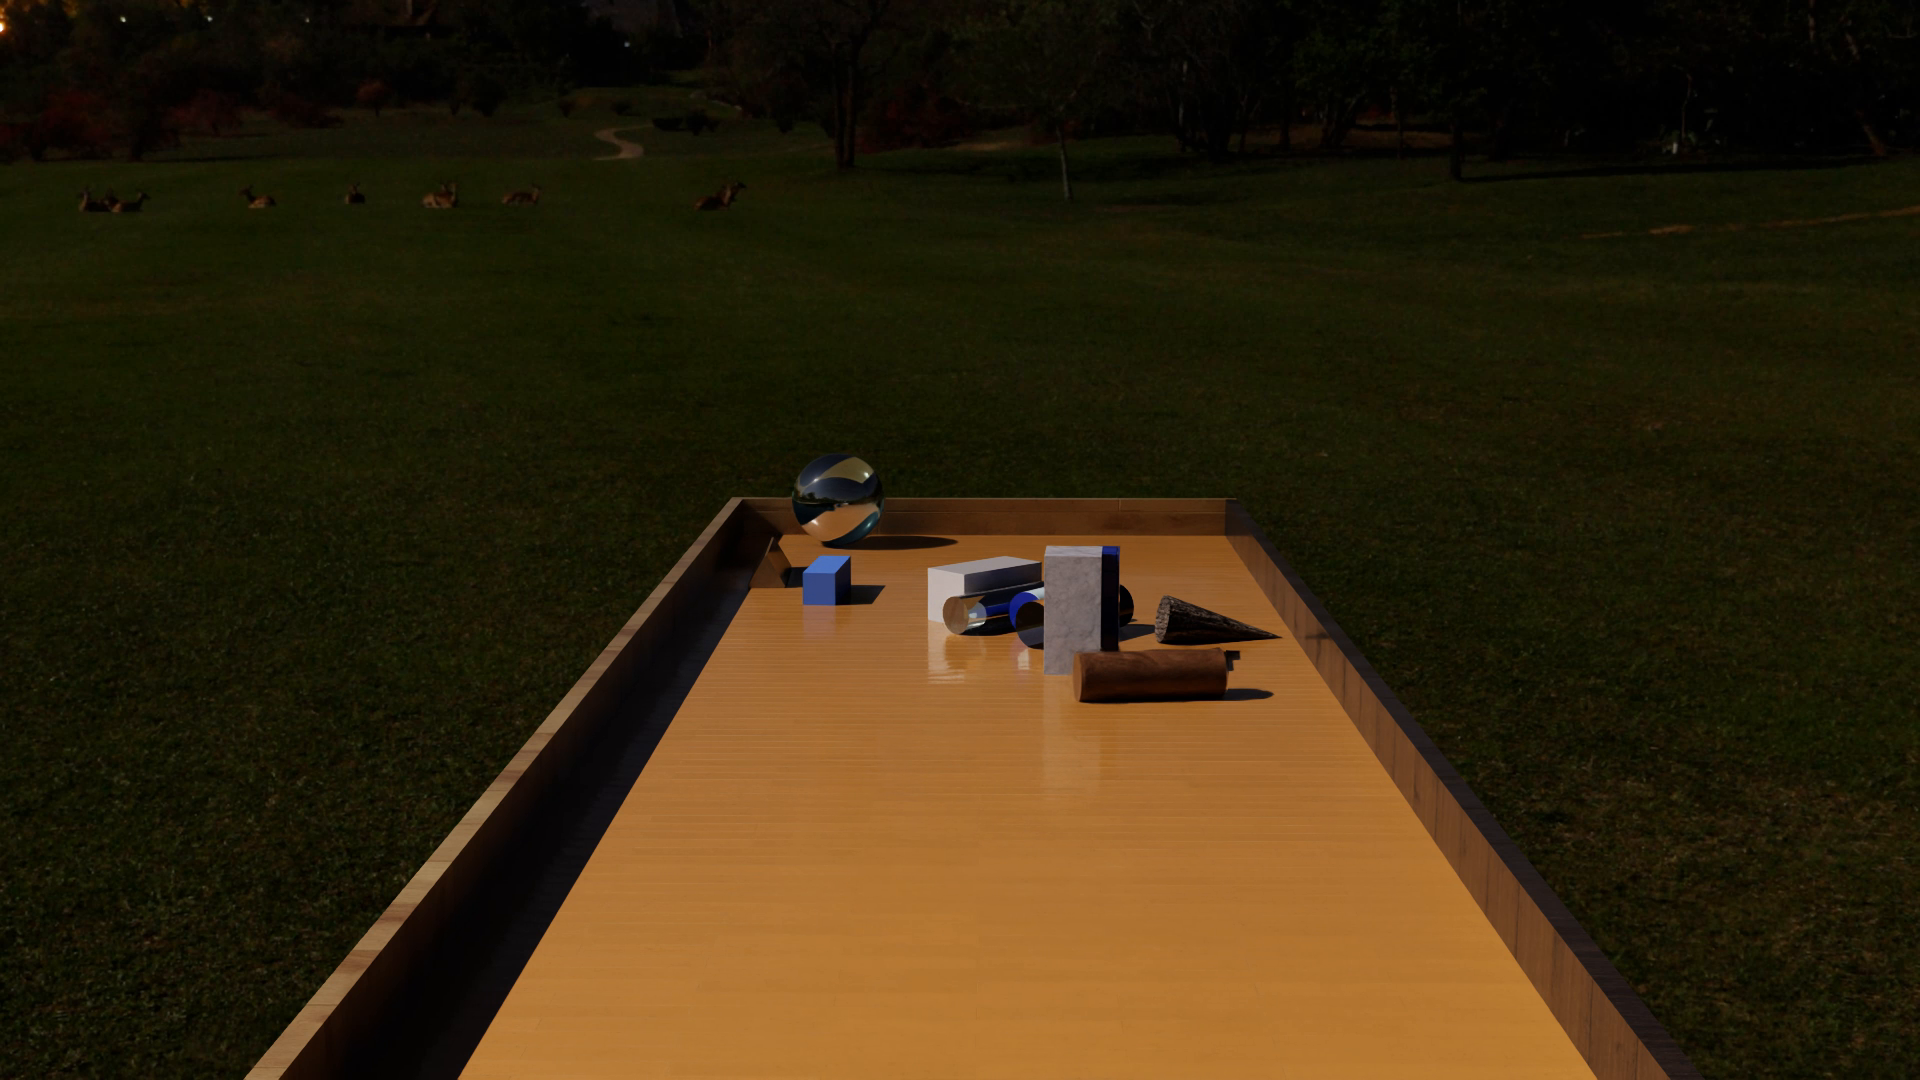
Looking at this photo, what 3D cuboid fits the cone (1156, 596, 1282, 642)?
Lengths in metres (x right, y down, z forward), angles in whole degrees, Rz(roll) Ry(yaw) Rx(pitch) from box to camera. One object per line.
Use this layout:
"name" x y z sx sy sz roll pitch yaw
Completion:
"cone" 0.839 0.281 6.997 0.408 0.153 0.153 9 7 -10

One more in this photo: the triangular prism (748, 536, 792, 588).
"triangular prism" -0.702 0.079 8.118 0.133 0.116 0.436 -1 9 -1

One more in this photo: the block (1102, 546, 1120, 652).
"block" 0.415 0.196 6.684 0.138 0.337 0.138 1 10 5

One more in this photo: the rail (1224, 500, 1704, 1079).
"rail" 1.046 0.843 3.208 0.050 0.150 12.000 0 9 1

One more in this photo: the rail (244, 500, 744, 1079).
"rail" -1.004 0.839 3.234 0.050 0.150 12.000 0 9 1

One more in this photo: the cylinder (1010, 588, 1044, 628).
"cylinder" 0.315 0.217 7.186 0.142 0.142 0.324 7 11 38

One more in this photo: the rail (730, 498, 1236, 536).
"rail" 0.099 -0.098 9.147 2.100 0.150 0.050 0 9 1

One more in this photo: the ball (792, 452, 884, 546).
"ball" -0.490 -0.165 8.864 0.372 0.372 0.372 0 9 0

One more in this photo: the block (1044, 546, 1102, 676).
"block" 0.337 0.209 6.537 0.167 0.358 0.167 1 10 5

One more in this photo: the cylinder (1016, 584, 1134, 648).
"cylinder" 0.369 0.240 7.020 0.150 0.150 0.432 7 12 39

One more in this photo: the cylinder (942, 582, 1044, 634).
"cylinder" 0.138 0.220 7.227 0.419 0.123 0.123 -8 12 -42

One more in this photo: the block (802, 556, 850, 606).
"block" -0.468 0.141 7.763 0.112 0.112 0.370 1 9 6

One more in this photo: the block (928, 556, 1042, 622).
"block" 0.085 0.170 7.375 0.360 0.175 0.175 -8 12 -43

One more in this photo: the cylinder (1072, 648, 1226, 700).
"cylinder" 0.533 0.378 6.189 0.412 0.137 0.137 -1 9 -8
